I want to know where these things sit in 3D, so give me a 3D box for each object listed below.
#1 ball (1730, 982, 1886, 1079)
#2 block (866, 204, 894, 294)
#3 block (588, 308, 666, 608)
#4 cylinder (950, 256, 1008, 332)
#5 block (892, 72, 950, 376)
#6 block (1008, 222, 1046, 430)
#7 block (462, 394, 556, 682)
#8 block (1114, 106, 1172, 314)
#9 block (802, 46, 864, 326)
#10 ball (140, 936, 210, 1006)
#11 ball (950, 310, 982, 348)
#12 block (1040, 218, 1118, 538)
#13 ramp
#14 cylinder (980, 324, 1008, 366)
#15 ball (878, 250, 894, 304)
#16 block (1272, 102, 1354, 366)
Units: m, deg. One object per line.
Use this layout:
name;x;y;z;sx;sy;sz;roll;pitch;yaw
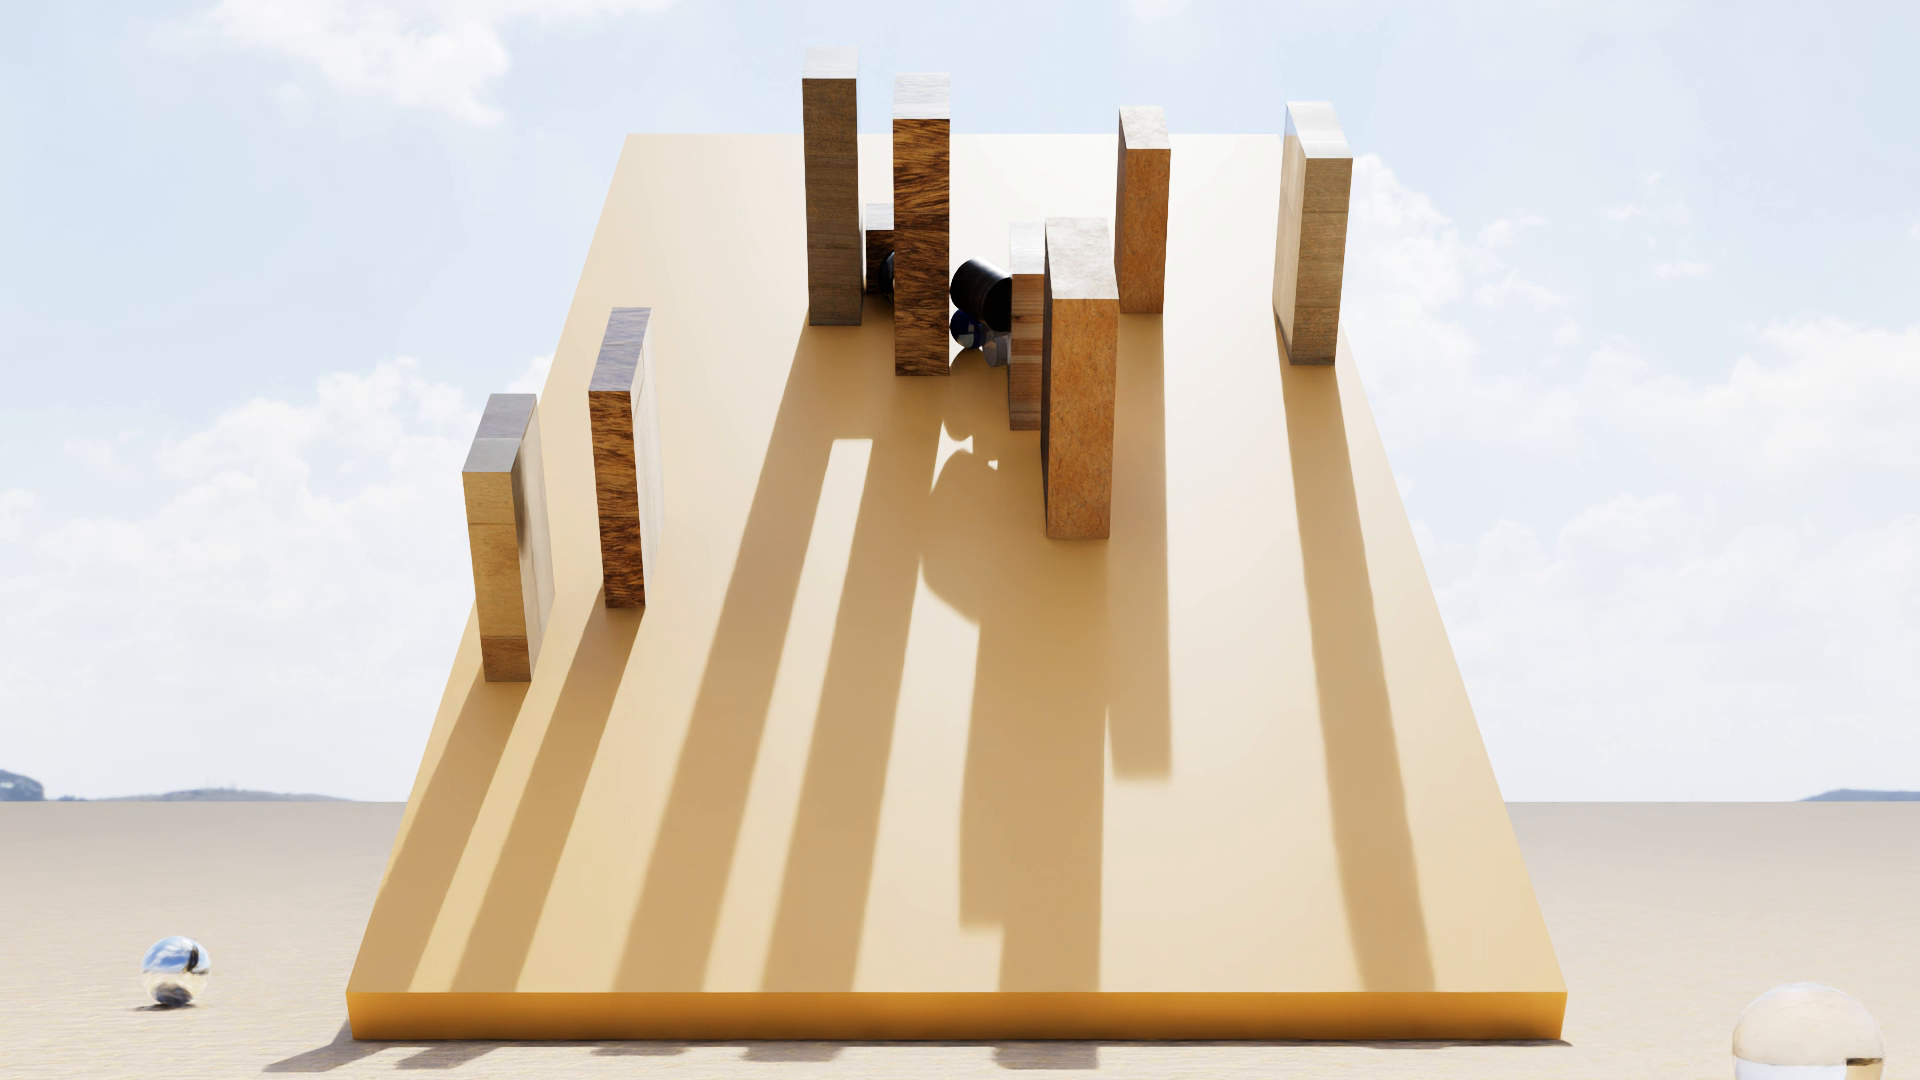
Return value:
ball;1.022;0.623;2.910;0.177;0.177;0.177;0;-6;0
block;-0.158;-0.774;6.405;0.182;0.182;0.182;0;30;-1
block;-0.691;-0.175;5.035;0.083;0.500;0.398;0;30;0
cylinder;0.075;-0.603;5.918;0.144;0.144;0.144;5;21;-40
block;-0.092;-0.773;5.919;0.134;0.664;0.326;0;30;0
block;0.165;-0.510;5.725;0.095;0.401;0.312;0;30;0
block;-0.888;-0.007;4.772;0.091;0.468;0.331;0;30;0
block;0.473;-0.863;6.292;0.111;0.452;0.314;0;30;0
block;-0.320;-0.897;6.137;0.133;0.661;0.245;0;30;0
ball;-1.510;0.829;4.644;0.131;0.131;0.131;0;-6;0
ball;0.030;-0.537;6.061;0.113;0.113;0.113;0;-6;0
block;0.257;-0.360;5.296;0.136;0.567;0.441;0;30;0
ramp;-0.013;-0.211;5.707;2.000;0.100;4.000;0;30;0
cylinder;0.124;-0.494;5.986;0.114;0.114;0.114;-10;-3;-17
ball;-0.128;-0.681;6.256;0.169;0.169;0.169;0;-6;0
block;0.877;-0.770;6.039;0.112;0.545;0.396;0;30;0
